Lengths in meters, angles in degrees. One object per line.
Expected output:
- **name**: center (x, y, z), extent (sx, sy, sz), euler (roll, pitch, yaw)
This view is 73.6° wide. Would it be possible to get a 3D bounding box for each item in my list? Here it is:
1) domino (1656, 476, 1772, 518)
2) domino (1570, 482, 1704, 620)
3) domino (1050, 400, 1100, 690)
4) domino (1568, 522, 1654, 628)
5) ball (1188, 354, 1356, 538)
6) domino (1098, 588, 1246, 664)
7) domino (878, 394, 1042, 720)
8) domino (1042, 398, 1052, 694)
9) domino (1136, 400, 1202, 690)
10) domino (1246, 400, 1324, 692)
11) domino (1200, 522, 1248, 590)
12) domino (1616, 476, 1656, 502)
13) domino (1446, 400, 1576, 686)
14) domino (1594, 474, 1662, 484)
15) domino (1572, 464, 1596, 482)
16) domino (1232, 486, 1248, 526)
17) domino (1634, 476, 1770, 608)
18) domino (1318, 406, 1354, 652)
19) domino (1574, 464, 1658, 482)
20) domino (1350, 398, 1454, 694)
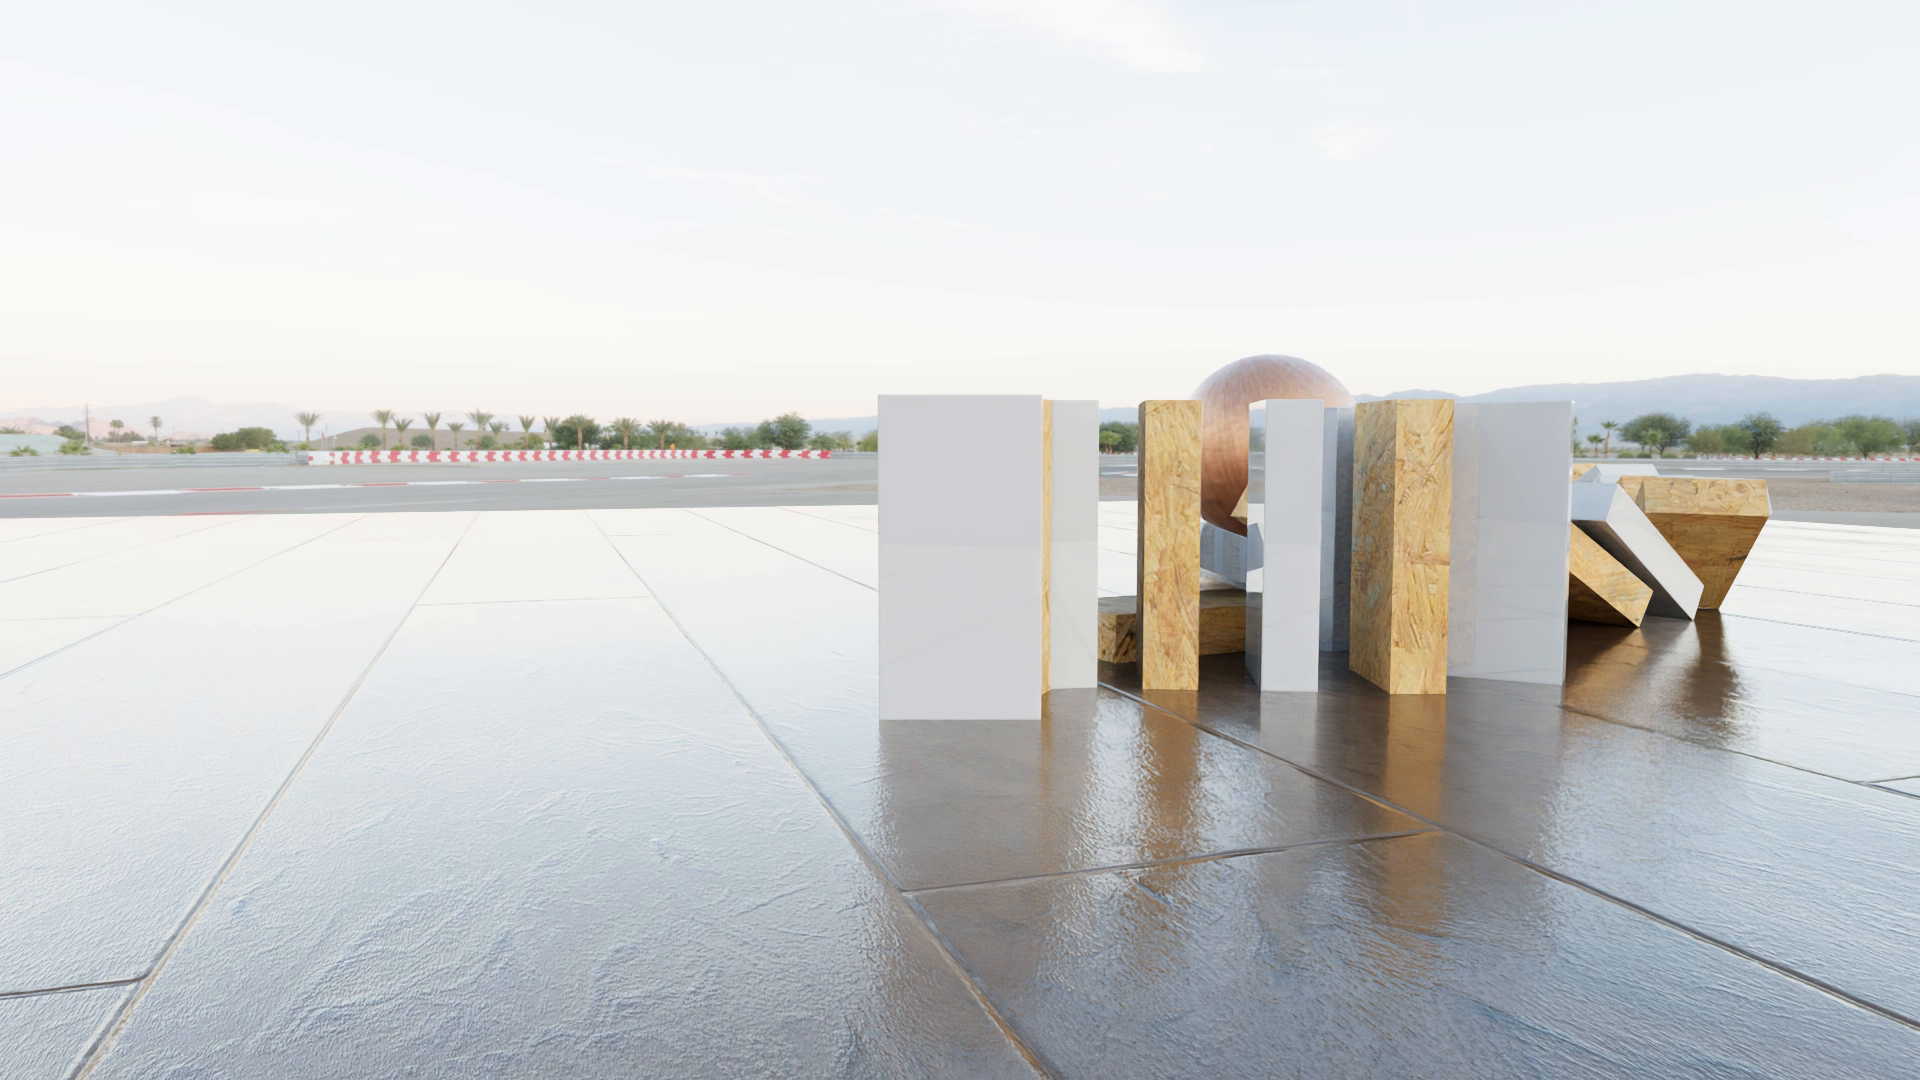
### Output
- **domino**: center (0.187, 0.000, 0.335), extent (0.025, 0.010, 0.050), euler (3, -26, 8)
- **domino**: center (0.154, 0.003, 0.307), extent (0.050, 0.010, 0.025), euler (34, -16, -33)
- **domino**: center (0.017, 0.000, 0.234), extent (0.010, 0.050, 0.025), euler (-1, 4, -9)
- **domino**: center (0.135, 0.004, 0.299), extent (0.050, 0.010, 0.025), euler (31, -11, -26)
- **ball**: center (0.130, -0.038, 0.539), extent (0.080, 0.080, 0.080), euler (0, 4, 0)
- **domino**: center (0.046, 0.018, 0.271), extent (0.050, 0.010, 0.025), euler (-2, 5, -28)
- **domino**: center (0.000, 0.002, 0.201), extent (0.025, 0.050, 0.010), euler (0, 4, 0)
- **domino**: center (0.002, 0.001, 0.221), extent (0.025, 0.050, 0.010), euler (2, 5, 23)
- **domino**: center (0.038, 0.000, 0.233), extent (0.010, 0.050, 0.025), euler (0, 4, 5)
- **domino**: center (0.058, 0.000, 0.231), extent (0.009, 0.050, 0.025), euler (0, 4, 6)
- **domino**: center (0.071, 0.008, 0.294), extent (0.050, 0.010, 0.025), euler (19, -1, -15)
- **domino**: center (0.187, -0.001, 0.355), extent (0.025, 0.009, 0.050), euler (2, -26, 6)
- **domino**: center (0.097, 0.000, 0.234), extent (0.025, 0.050, 0.010), euler (2, 5, 29)
- **domino**: center (0.191, -0.002, 0.374), extent (0.025, 0.010, 0.050), euler (0, -27, 5)
- **domino**: center (0.193, -0.008, 0.433), extent (0.025, 0.010, 0.050), euler (-2, -30, -24)
- **domino**: center (0.090, 0.003, 0.297), extent (0.050, 0.010, 0.025), euler (29, -3, -12)
- **domino**: center (0.179, 0.001, 0.317), extent (0.025, 0.009, 0.050), euler (3, -27, 19)
- **domino**: center (0.084, -0.003, 0.270), extent (0.025, 0.050, 0.010), euler (-3, 5, -31)
- **domino**: center (0.200, -0.007, 0.418), extent (0.025, 0.009, 0.050), euler (-2, -30, -24)
- **domino**: center (0.078, 0.000, 0.229), extent (0.010, 0.050, 0.025), euler (0, 4, 1)
